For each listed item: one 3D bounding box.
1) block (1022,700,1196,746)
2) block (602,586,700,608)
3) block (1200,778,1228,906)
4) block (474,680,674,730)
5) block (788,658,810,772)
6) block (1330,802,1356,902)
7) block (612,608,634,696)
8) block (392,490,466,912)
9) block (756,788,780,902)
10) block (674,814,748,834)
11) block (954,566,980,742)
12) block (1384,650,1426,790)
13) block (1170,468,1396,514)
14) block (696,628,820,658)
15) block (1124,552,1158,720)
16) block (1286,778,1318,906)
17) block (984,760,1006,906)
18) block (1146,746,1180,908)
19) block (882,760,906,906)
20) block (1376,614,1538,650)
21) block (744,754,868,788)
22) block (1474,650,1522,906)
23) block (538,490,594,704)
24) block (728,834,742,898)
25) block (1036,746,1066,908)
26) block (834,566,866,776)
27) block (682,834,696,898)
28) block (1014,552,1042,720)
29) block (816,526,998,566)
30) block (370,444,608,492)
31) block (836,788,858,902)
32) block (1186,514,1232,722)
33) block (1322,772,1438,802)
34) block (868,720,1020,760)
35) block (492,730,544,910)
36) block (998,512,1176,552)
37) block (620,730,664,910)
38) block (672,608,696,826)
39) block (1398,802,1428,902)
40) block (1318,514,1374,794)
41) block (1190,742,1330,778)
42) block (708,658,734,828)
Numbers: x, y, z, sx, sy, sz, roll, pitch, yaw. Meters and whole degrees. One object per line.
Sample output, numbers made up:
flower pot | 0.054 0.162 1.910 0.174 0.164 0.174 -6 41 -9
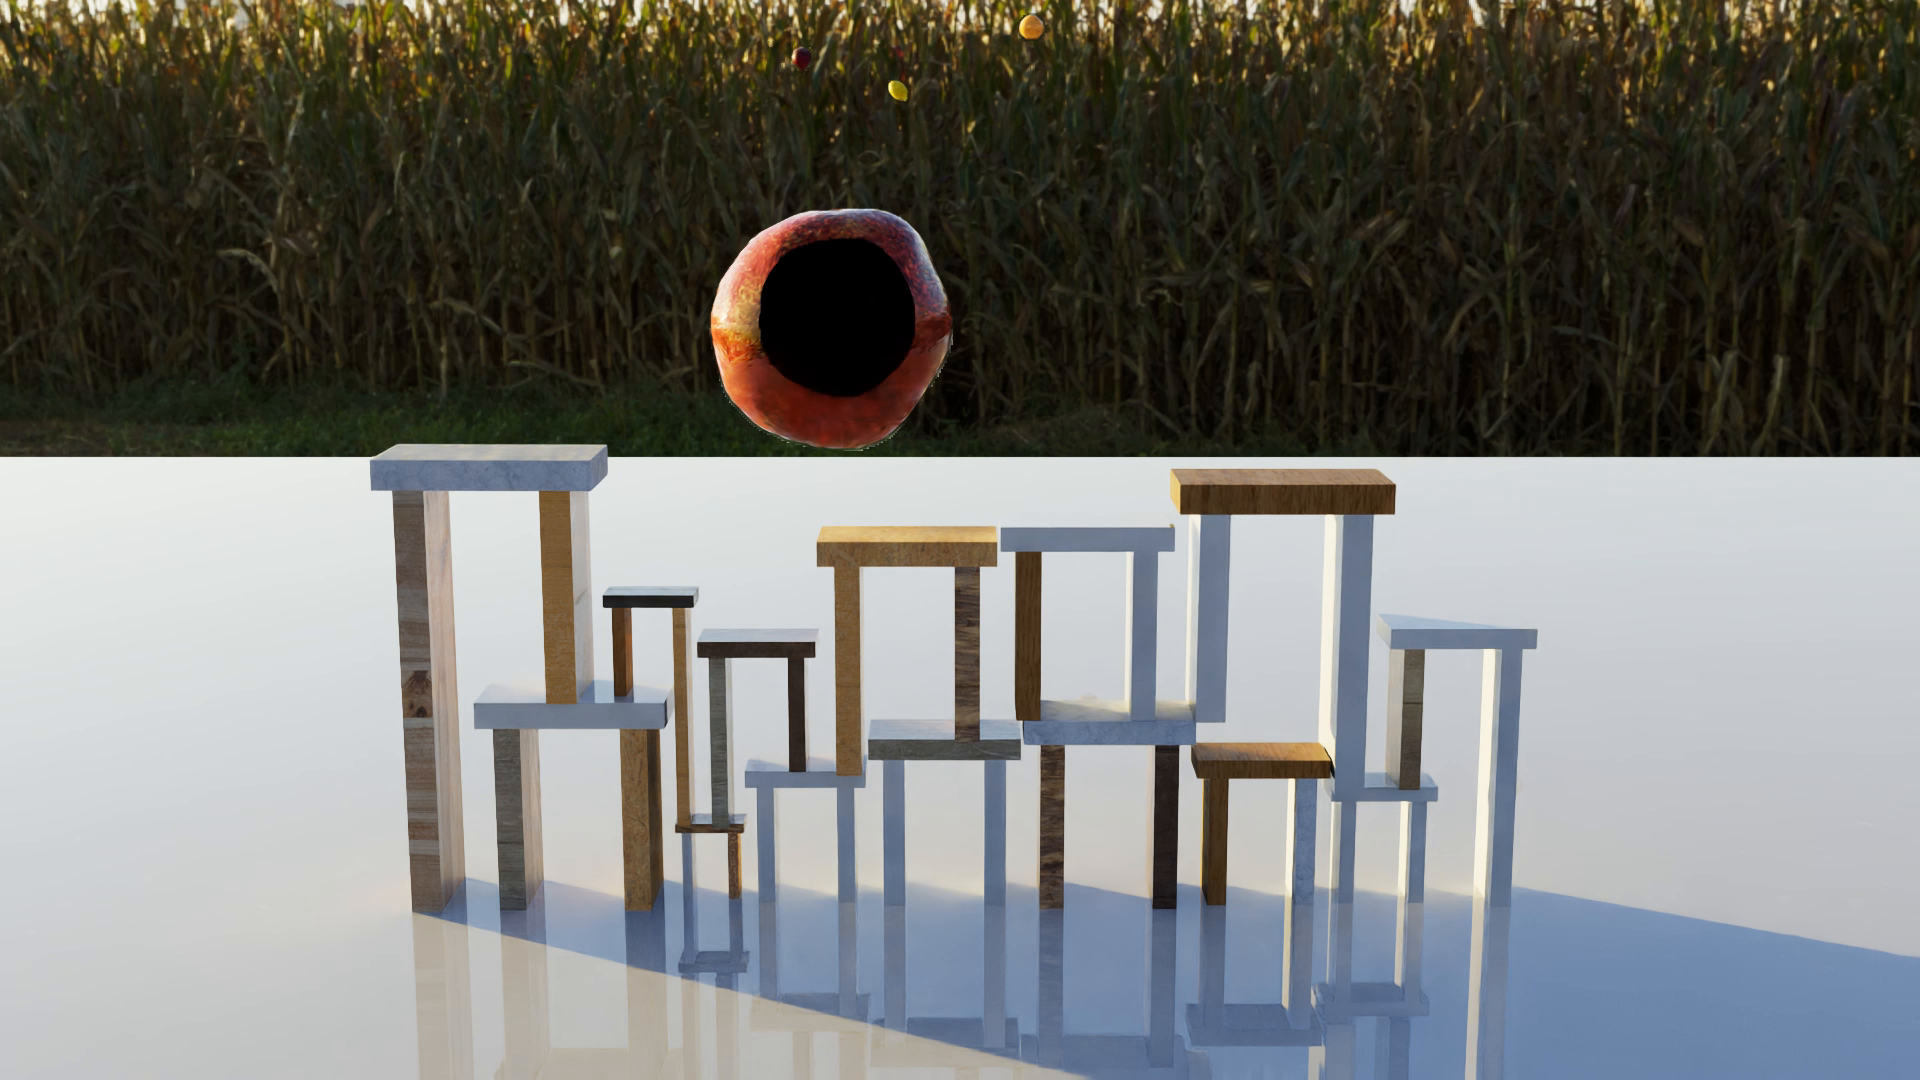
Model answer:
block | 0.242 0.299 3.610 0.277 0.039 0.139 0 11 0
block | -0.502 0.092 3.574 0.147 0.021 0.073 0 11 0
block | 0.422 0.484 3.646 0.031 0.216 0.108 0 11 0
block | -0.627 0.269 3.605 0.306 0.043 0.153 0 11 0
block | -0.264 0.275 3.609 0.027 0.191 0.095 0 11 0
block | 0.636 0.505 3.652 0.025 0.174 0.087 0 11 0
block | -0.551 0.175 3.590 0.021 0.147 0.073 0 11 0
block | -0.868 0.249 3.604 0.049 0.695 0.173 0 11 0
block | -0.318 0.492 3.655 0.028 0.197 0.099 0 11 0
block | -0.413 0.470 3.650 0.113 0.016 0.057 0 11 0
block | 0.012 0.171 3.592 0.041 0.287 0.144 0 11 0
block | 0.730 0.280 3.608 0.033 0.235 0.117 0 11 0
block | 0.517 -0.079 3.548 0.339 0.048 0.170 0 11 0
block | -0.328 0.168 3.589 0.191 0.027 0.095 0 11 0
block | 0.295 0.142 3.587 0.039 0.277 0.139 0 11 0
block | 0.566 0.484 3.646 0.031 0.216 0.108 0 11 0
block | 0.057 0.468 3.650 0.035 0.248 0.124 0 11 0
block | 0.334 0.455 3.639 0.039 0.277 0.139 0 11 0
block | -0.108 0.468 3.650 0.035 0.248 0.124 0 11 0
block | 0.808 0.148 3.583 0.235 0.033 0.117 0 11 0
block | -0.252 0.382 3.635 0.197 0.028 0.099 0 11 0
block | 0.887 0.378 3.626 0.033 0.433 0.117 0 11 0
block | -0.638 0.077 3.572 0.049 0.346 0.173 0 11 0
block | -0.375 0.534 3.661 0.016 0.113 0.057 0 11 0
block | 0.150 0.455 3.639 0.039 0.277 0.139 0 11 0
block | -0.180 0.199 3.597 0.041 0.345 0.144 0 11 0
block | -0.451 0.534 3.661 0.016 0.113 0.057 0 11 0
block | 0.110 0.142 3.587 0.039 0.277 0.139 0 11 0
block | -0.084 0.010 3.562 0.287 0.041 0.144 0 11 0
block | -0.753 -0.117 3.536 0.346 0.049 0.173 0 11 0
block | -0.187 0.492 3.655 0.028 0.197 0.099 0 11 0
block | 0.403 0.111 3.585 0.048 0.339 0.170 0 11 0
block | 0.693 0.407 3.633 0.174 0.025 0.087 0 11 0
block | -0.025 0.329 3.624 0.248 0.035 0.124 0 11 0
block | -0.729 0.440 3.637 0.043 0.306 0.153 0 11 0
block | 0.203 -0.013 3.558 0.277 0.039 0.139 0 11 0
block | -0.525 0.440 3.637 0.043 0.306 0.153 0 11 0
block | -0.453 0.283 3.610 0.021 0.367 0.073 0 11 0
block | 0.751 0.505 3.652 0.025 0.174 0.087 0 11 0
block | 0.629 0.169 3.595 0.048 0.457 0.170 0 11 0
block | 0.494 0.363 3.624 0.216 0.031 0.108 0 11 0
block | -0.392 0.322 3.617 0.027 0.286 0.095 0 11 0
